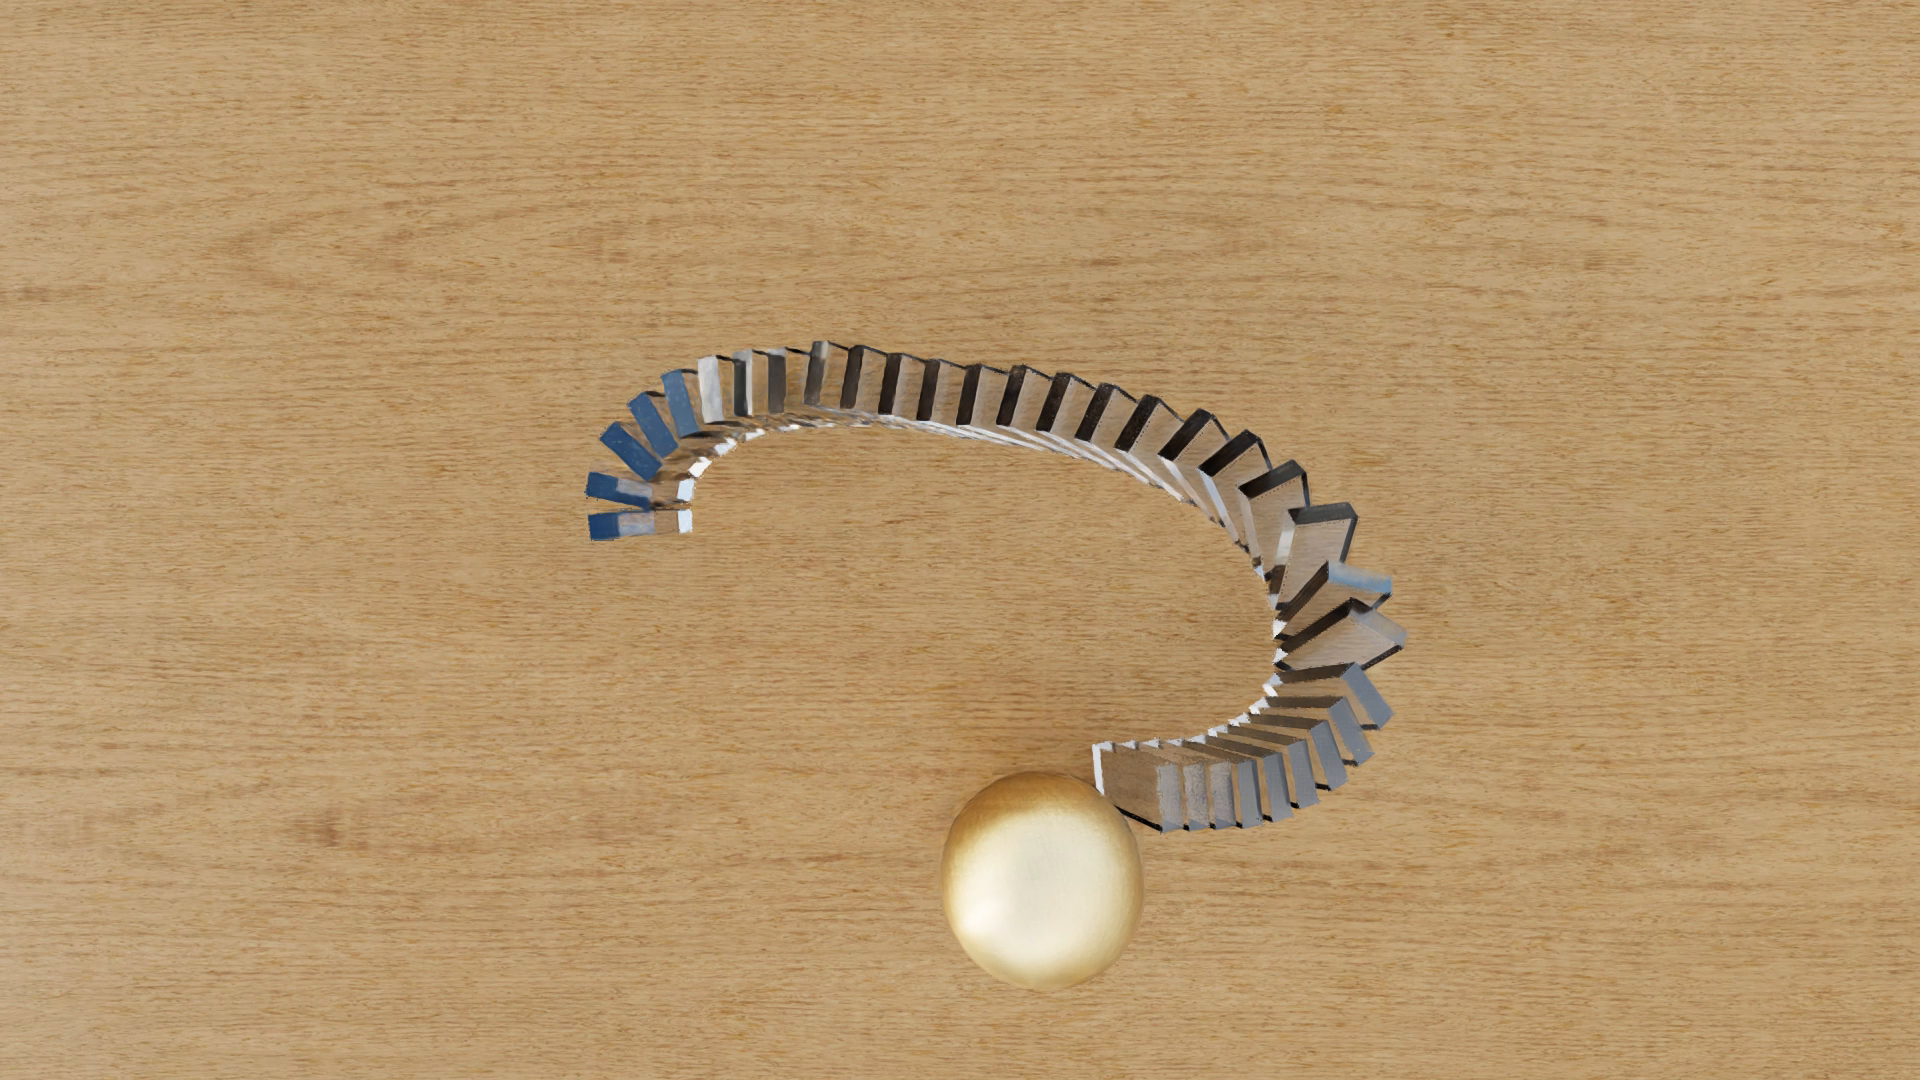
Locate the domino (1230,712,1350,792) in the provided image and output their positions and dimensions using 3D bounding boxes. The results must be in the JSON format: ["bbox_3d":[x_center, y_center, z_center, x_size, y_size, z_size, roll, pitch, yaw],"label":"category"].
[{"bbox_3d":[0.133,0.086,0.375,0.010,0.050,0.025,-20,90,-21],"label":"domino"}]

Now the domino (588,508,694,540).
[{"bbox_3d":[-0.129,-0.007,0.375,0.025,0.050,0.009,-5,92,0],"label":"domino"}]

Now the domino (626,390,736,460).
[{"bbox_3d":[-0.113,-0.047,0.375,0.009,0.050,0.025,-31,90,14],"label":"domino"}]

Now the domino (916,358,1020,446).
[{"bbox_3d":[0.006,-0.056,0.380,0.050,0.010,0.025,10,90,-41],"label":"domino"}]

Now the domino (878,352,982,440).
[{"bbox_3d":[-0.010,-0.059,0.379,0.050,0.010,0.025,10,90,-43],"label":"domino"}]

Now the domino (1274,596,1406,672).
[{"bbox_3d":[0.155,0.044,0.377,0.025,0.050,0.010,31,54,-1],"label":"domino"}]

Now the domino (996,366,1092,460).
[{"bbox_3d":[0.039,-0.052,0.381,0.050,0.009,0.025,16,90,-38],"label":"domino"}]

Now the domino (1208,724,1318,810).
[{"bbox_3d":[0.123,0.092,0.375,0.009,0.050,0.025,-11,90,-21],"label":"domino"}]

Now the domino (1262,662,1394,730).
[{"bbox_3d":[0.149,0.065,0.375,0.009,0.050,0.025,-36,90,-22],"label":"domino"}]

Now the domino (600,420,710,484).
[{"bbox_3d":[-0.123,-0.036,0.375,0.025,0.050,0.010,43,98,0],"label":"domino"}]

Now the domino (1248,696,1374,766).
[{"bbox_3d":[0.143,0.077,0.375,0.010,0.050,0.025,-27,90,-21],"label":"domino"}]

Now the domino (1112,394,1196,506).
[{"bbox_3d":[0.088,-0.037,0.381,0.050,0.009,0.025,31,90,-37],"label":"domino"}]

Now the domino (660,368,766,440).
[{"bbox_3d":[-0.100,-0.055,0.375,0.009,0.050,0.025,-16,90,19],"label":"domino"}]

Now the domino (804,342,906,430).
[{"bbox_3d":[-0.041,-0.063,0.378,0.010,0.050,0.025,9,90,40],"label":"domino"}]

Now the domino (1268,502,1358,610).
[{"bbox_3d":[0.145,0.007,0.379,0.025,0.010,0.050,-7,134,-1],"label":"domino"}]

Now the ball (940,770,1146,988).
[{"bbox_3d":[0.032,0.132,0.360,0.080,0.080,0.080,0,90,0],"label":"ball"}]

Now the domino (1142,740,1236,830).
[{"bbox_3d":[0.092,0.099,0.375,0.010,0.050,0.025,-6,90,-21],"label":"domino"}]

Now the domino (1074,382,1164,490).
[{"bbox_3d":[0.072,-0.043,0.381,0.050,0.009,0.025,25,90,-37],"label":"domino"}]

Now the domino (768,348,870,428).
[{"bbox_3d":[-0.057,-0.062,0.377,0.010,0.050,0.025,1,90,36],"label":"domino"}]

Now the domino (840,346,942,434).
[{"bbox_3d":[-0.026,-0.061,0.379,0.009,0.050,0.025,10,90,43],"label":"domino"}]

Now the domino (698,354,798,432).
[{"bbox_3d":[-0.086,-0.059,0.375,0.010,0.050,0.025,-6,90,24],"label":"domino"}]

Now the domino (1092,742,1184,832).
[{"bbox_3d":[0.072,0.100,0.375,0.009,0.050,0.025,-6,90,-21],"label":"domino"}]

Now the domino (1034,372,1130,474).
[{"bbox_3d":[0.056,-0.048,0.381,0.050,0.009,0.025,21,90,-38],"label":"domino"}]

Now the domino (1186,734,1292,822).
[{"bbox_3d":[0.113,0.096,0.375,0.010,0.050,0.025,-9,90,-21],"label":"domino"}]

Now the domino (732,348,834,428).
[{"bbox_3d":[-0.071,-0.061,0.376,0.009,0.050,0.025,-1,90,30],"label":"domino"}]

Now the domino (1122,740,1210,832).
[{"bbox_3d":[0.082,0.100,0.375,0.009,0.050,0.025,-6,90,-21],"label":"domino"}]

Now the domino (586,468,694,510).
[{"bbox_3d":[-0.130,-0.022,0.375,0.025,0.050,0.009,12,96,0],"label":"domino"}]

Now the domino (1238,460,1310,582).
[{"bbox_3d":[0.132,-0.007,0.380,0.025,0.010,0.050,-27,131,0],"label":"domino"}]

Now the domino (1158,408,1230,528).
[{"bbox_3d":[0.104,-0.029,0.381,0.025,0.009,0.050,-49,129,0],"label":"domino"}]

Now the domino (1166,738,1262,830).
[{"bbox_3d":[0.102,0.098,0.375,0.010,0.050,0.025,-6,90,-21],"label":"domino"}]

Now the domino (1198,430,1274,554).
[{"bbox_3d":[0.119,-0.019,0.381,0.025,0.009,0.050,-38,129,0],"label":"domino"}]

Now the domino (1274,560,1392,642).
[{"bbox_3d":[0.152,0.028,0.377,0.025,0.050,0.009,15,56,0],"label":"domino"}]

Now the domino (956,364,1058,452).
[{"bbox_3d":[0.022,-0.054,0.381,0.050,0.009,0.025,11,90,-39],"label":"domino"}]
